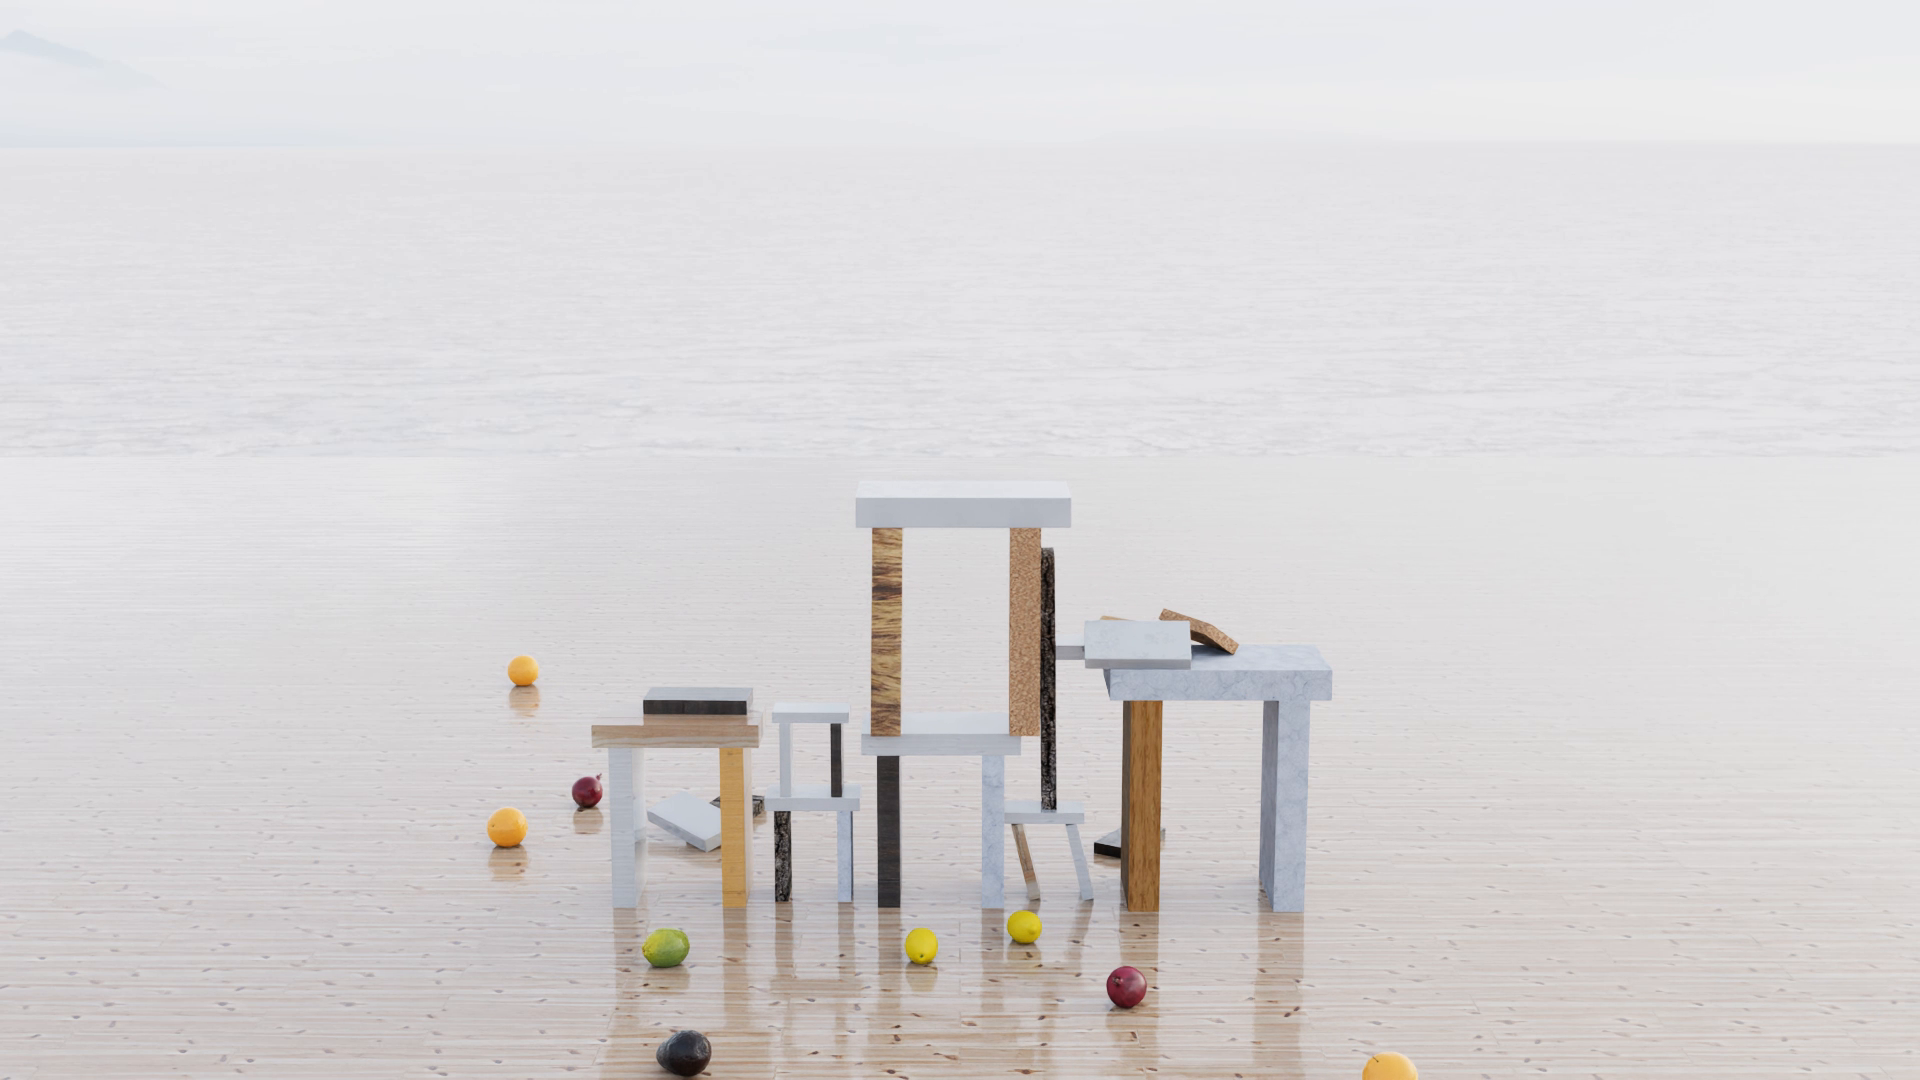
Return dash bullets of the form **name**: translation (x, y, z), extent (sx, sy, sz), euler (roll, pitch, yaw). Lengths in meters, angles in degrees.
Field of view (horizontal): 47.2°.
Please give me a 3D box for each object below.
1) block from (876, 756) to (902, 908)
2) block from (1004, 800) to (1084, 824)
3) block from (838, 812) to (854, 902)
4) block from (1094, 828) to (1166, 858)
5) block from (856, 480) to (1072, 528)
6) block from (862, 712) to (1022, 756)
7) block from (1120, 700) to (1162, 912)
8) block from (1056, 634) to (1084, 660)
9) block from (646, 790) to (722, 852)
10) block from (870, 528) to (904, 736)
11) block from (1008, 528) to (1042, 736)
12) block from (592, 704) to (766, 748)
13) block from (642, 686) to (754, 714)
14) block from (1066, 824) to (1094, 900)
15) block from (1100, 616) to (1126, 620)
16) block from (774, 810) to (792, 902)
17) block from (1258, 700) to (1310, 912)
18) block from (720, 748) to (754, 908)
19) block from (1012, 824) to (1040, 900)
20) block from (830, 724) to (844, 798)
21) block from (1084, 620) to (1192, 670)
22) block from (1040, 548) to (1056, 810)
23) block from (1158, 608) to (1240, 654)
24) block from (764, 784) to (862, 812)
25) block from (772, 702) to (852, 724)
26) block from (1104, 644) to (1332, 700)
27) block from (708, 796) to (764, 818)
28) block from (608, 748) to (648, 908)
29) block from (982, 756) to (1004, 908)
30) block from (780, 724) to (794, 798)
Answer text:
- **block**: translation (-0.116, 0.464, 3.642), extent (0.037, 0.258, 0.129), euler (0, 11, 0)
- **block**: translation (0.139, 0.451, 3.643), extent (0.131, 0.019, 0.066), euler (0, 11, 1)
- **block**: translation (-0.190, 0.513, 3.655), extent (0.022, 0.156, 0.078), euler (0, 11, 0)
- **block**: translation (0.303, 0.535, 3.913), extent (0.070, 0.020, 0.139), euler (7, 12, 32)
- **block**: translation (0.005, -0.058, 3.549), extent (0.340, 0.048, 0.170), euler (0, 11, 0)
- **block**: translation (-0.031, 0.319, 3.615), extent (0.258, 0.037, 0.129), euler (0, 11, 0)
- **block**: translation (0.299, 0.415, 3.639), extent (0.050, 0.355, 0.177), euler (0, 11, 0)
- **block**: translation (0.241, 0.176, 3.617), extent (0.169, 0.024, 0.085), euler (0, 11, 1)
- **block**: translation (-0.477, 0.505, 3.958), extent (0.086, 0.024, 0.171), euler (-25, 31, -38)
- **block**: translation (-0.118, 0.133, 3.582), extent (0.048, 0.340, 0.170), euler (1, 11, -1)
- **block**: translation (0.105, 0.133, 3.585), extent (0.048, 0.340, 0.170), euler (0, 11, 1)
- **block**: translation (-0.460, 0.305, 3.618), extent (0.270, 0.038, 0.135), euler (0, 11, 0)
- **block**: translation (-0.434, 0.267, 3.653), extent (0.171, 0.024, 0.085), euler (0, 11, 2)
- **block**: translation (0.198, 0.525, 3.655), extent (0.019, 0.131, 0.066), euler (-13, 10, 3)
- **block**: translation (0.297, 0.151, 3.614), extent (0.140, 0.020, 0.070), euler (9, 11, 10)
- **block**: translation (-0.294, 0.513, 3.655), extent (0.022, 0.156, 0.078), euler (0, 11, 0)
- **block**: translation (0.536, 0.415, 3.639), extent (0.050, 0.355, 0.177), euler (0, 11, 0)
- **block**: translation (-0.370, 0.457, 3.646), extent (0.038, 0.270, 0.135), euler (0, 11, 0)
- **block**: translation (0.109, 0.525, 3.657), extent (0.019, 0.131, 0.066), euler (-14, 10, 3)
- **block**: translation (-0.202, 0.354, 3.623), extent (0.018, 0.125, 0.063), euler (0, 11, 0)
- **block**: translation (0.285, 0.168, 3.539), extent (0.169, 0.024, 0.085), euler (0, 44, 2)
- **block**: translation (0.145, 0.228, 3.629), extent (0.024, 0.424, 0.085), euler (-1, 10, 1)
- **block**: translation (0.396, 0.152, 3.656), extent (0.070, 0.020, 0.139), euler (35, -8, -29)
- **block**: translation (-0.242, 0.426, 3.639), extent (0.156, 0.022, 0.078), euler (0, 11, 0)
- **block**: translation (-0.243, 0.284, 3.610), extent (0.125, 0.018, 0.063), euler (0, 11, 1)
- **block**: translation (0.418, 0.216, 3.602), extent (0.355, 0.050, 0.177), euler (0, 11, 0)
- **block**: translation (-0.430, 0.505, 4.060), extent (0.085, 0.024, 0.171), euler (3, 11, 18)
- **block**: translation (-0.550, 0.457, 3.646), extent (0.038, 0.270, 0.135), euler (0, 11, 0)
- **block**: translation (0.055, 0.464, 3.642), extent (0.037, 0.258, 0.129), euler (0, 11, 1)
- **block**: translation (-0.286, 0.354, 3.623), extent (0.018, 0.125, 0.063), euler (0, 11, 0)
